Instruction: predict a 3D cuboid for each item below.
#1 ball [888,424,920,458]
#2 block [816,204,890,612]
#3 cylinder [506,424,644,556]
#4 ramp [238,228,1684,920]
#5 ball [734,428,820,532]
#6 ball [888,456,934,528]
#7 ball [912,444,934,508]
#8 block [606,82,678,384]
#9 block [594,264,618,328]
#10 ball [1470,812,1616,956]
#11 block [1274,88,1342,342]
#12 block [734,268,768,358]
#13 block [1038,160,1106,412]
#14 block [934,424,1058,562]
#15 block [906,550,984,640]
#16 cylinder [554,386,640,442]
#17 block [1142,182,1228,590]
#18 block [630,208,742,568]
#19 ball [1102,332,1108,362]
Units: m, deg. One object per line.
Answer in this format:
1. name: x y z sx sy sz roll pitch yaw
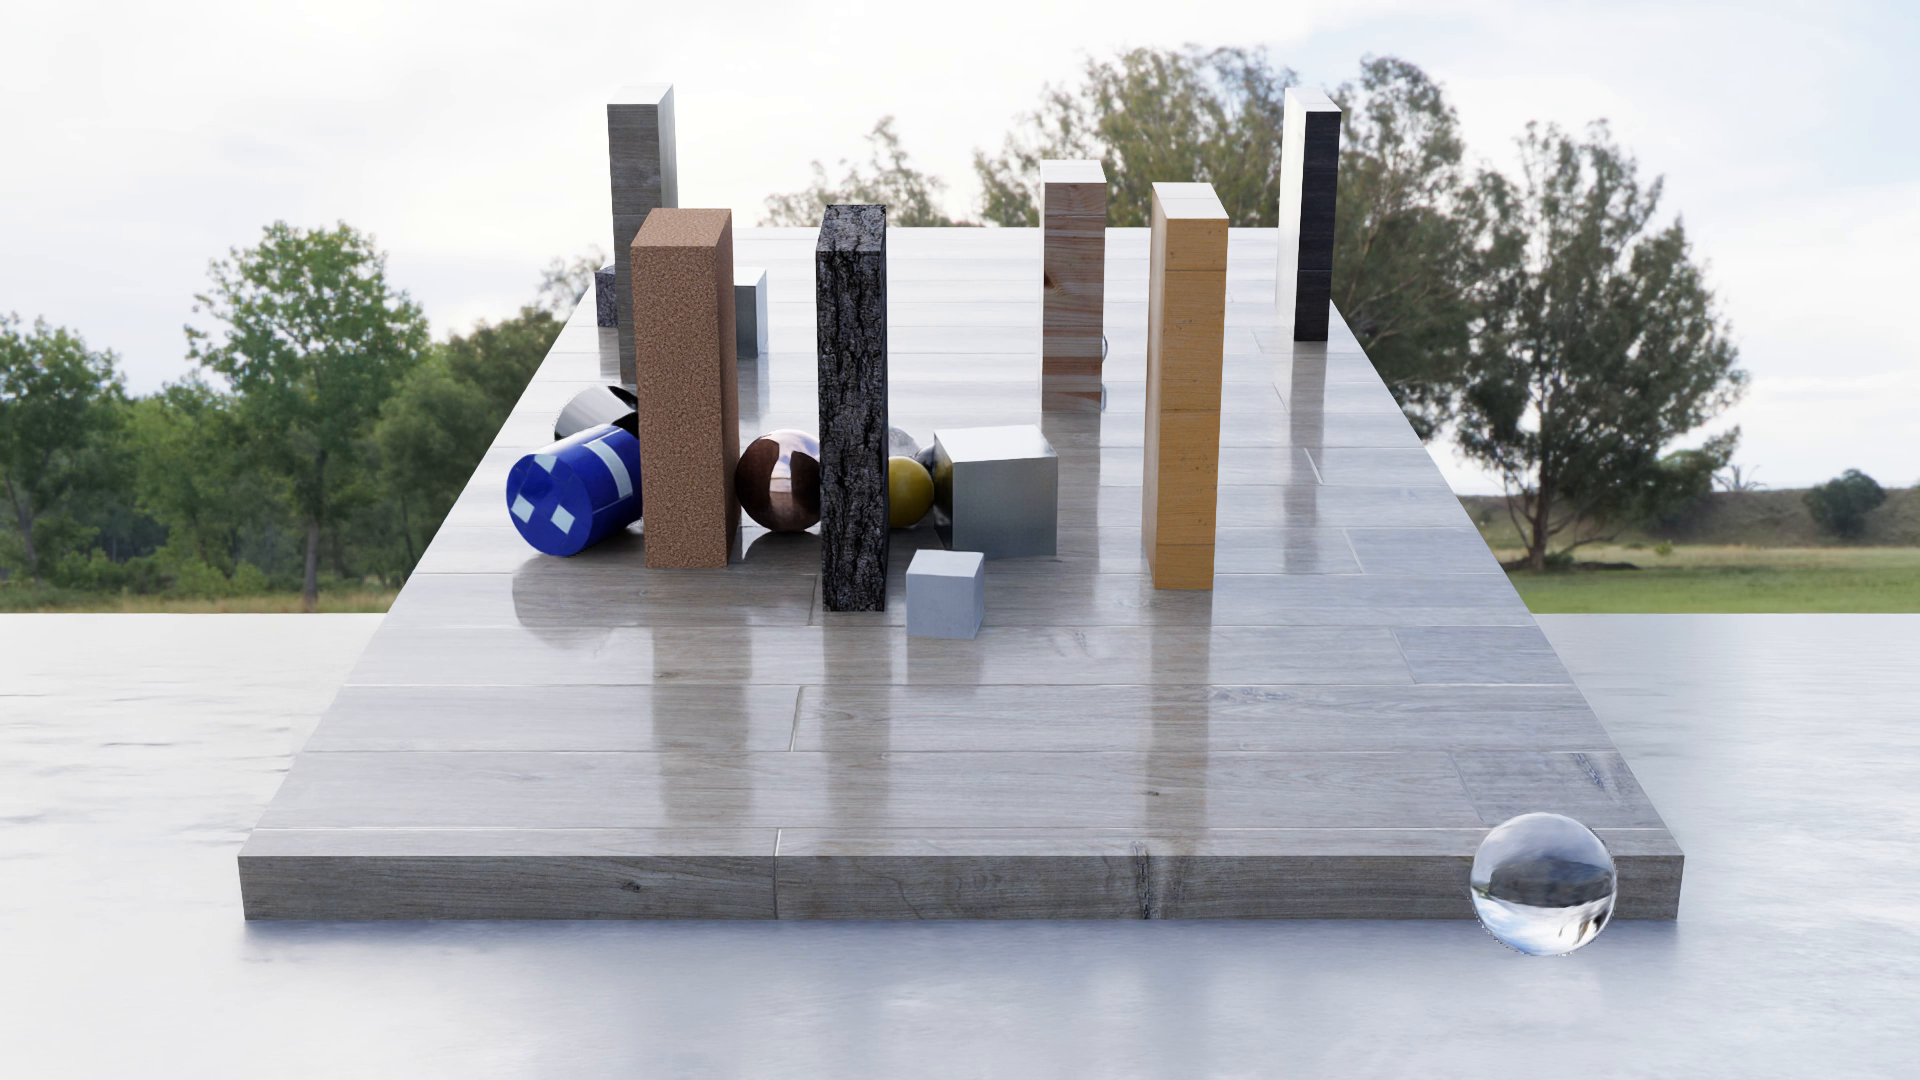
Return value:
1. ball: -0.146 -0.163 4.561 0.137 0.137 0.137 0 -2 0
2. block: -0.187 -0.241 4.041 0.108 0.643 0.372 0 20 0
3. cylinder: -0.714 -0.095 4.284 0.201 0.201 0.201 -1 17 30
4. ramp: -0.005 -0.209 5.029 2.000 0.100 4.000 0 20 0
5. ball: -0.330 -0.113 4.335 0.199 0.199 0.199 0 -2 0
6. ball: -0.119 -0.092 4.366 0.140 0.140 0.140 0 -2 0
7. ball: -0.042 -0.125 4.471 0.129 0.129 0.129 0 -2 0
8. block: -0.734 -0.723 5.333 0.114 0.652 0.314 0 20 0
9. block: -0.834 -0.625 5.807 0.141 0.141 0.141 8 22 20
10. ball: 0.732 0.431 2.849 0.178 0.178 0.178 0 -2 0
11. block: 0.875 -0.826 5.734 0.086 0.573 0.352 0 20 0
12. block: -0.576 -0.559 5.568 0.182 0.182 0.182 1 20 3
13. block: 0.250 -0.577 5.135 0.134 0.519 0.257 0 20 0
14. block: 0.065 -0.089 4.275 0.197 0.197 0.197 -4 21 -10
15. block: -0.025 0.094 3.896 0.116 0.116 0.116 3 20 8
16. cylinder: -0.676 -0.184 4.521 0.204 0.204 0.204 1 17 -32
17. block: 0.402 -0.280 4.103 0.105 0.676 0.301 0 20 0
18. block: -0.504 -0.287 4.224 0.149 0.602 0.319 0 20 0
19. ball: 0.289 -0.459 5.382 0.126 0.126 0.126 0 -2 0
